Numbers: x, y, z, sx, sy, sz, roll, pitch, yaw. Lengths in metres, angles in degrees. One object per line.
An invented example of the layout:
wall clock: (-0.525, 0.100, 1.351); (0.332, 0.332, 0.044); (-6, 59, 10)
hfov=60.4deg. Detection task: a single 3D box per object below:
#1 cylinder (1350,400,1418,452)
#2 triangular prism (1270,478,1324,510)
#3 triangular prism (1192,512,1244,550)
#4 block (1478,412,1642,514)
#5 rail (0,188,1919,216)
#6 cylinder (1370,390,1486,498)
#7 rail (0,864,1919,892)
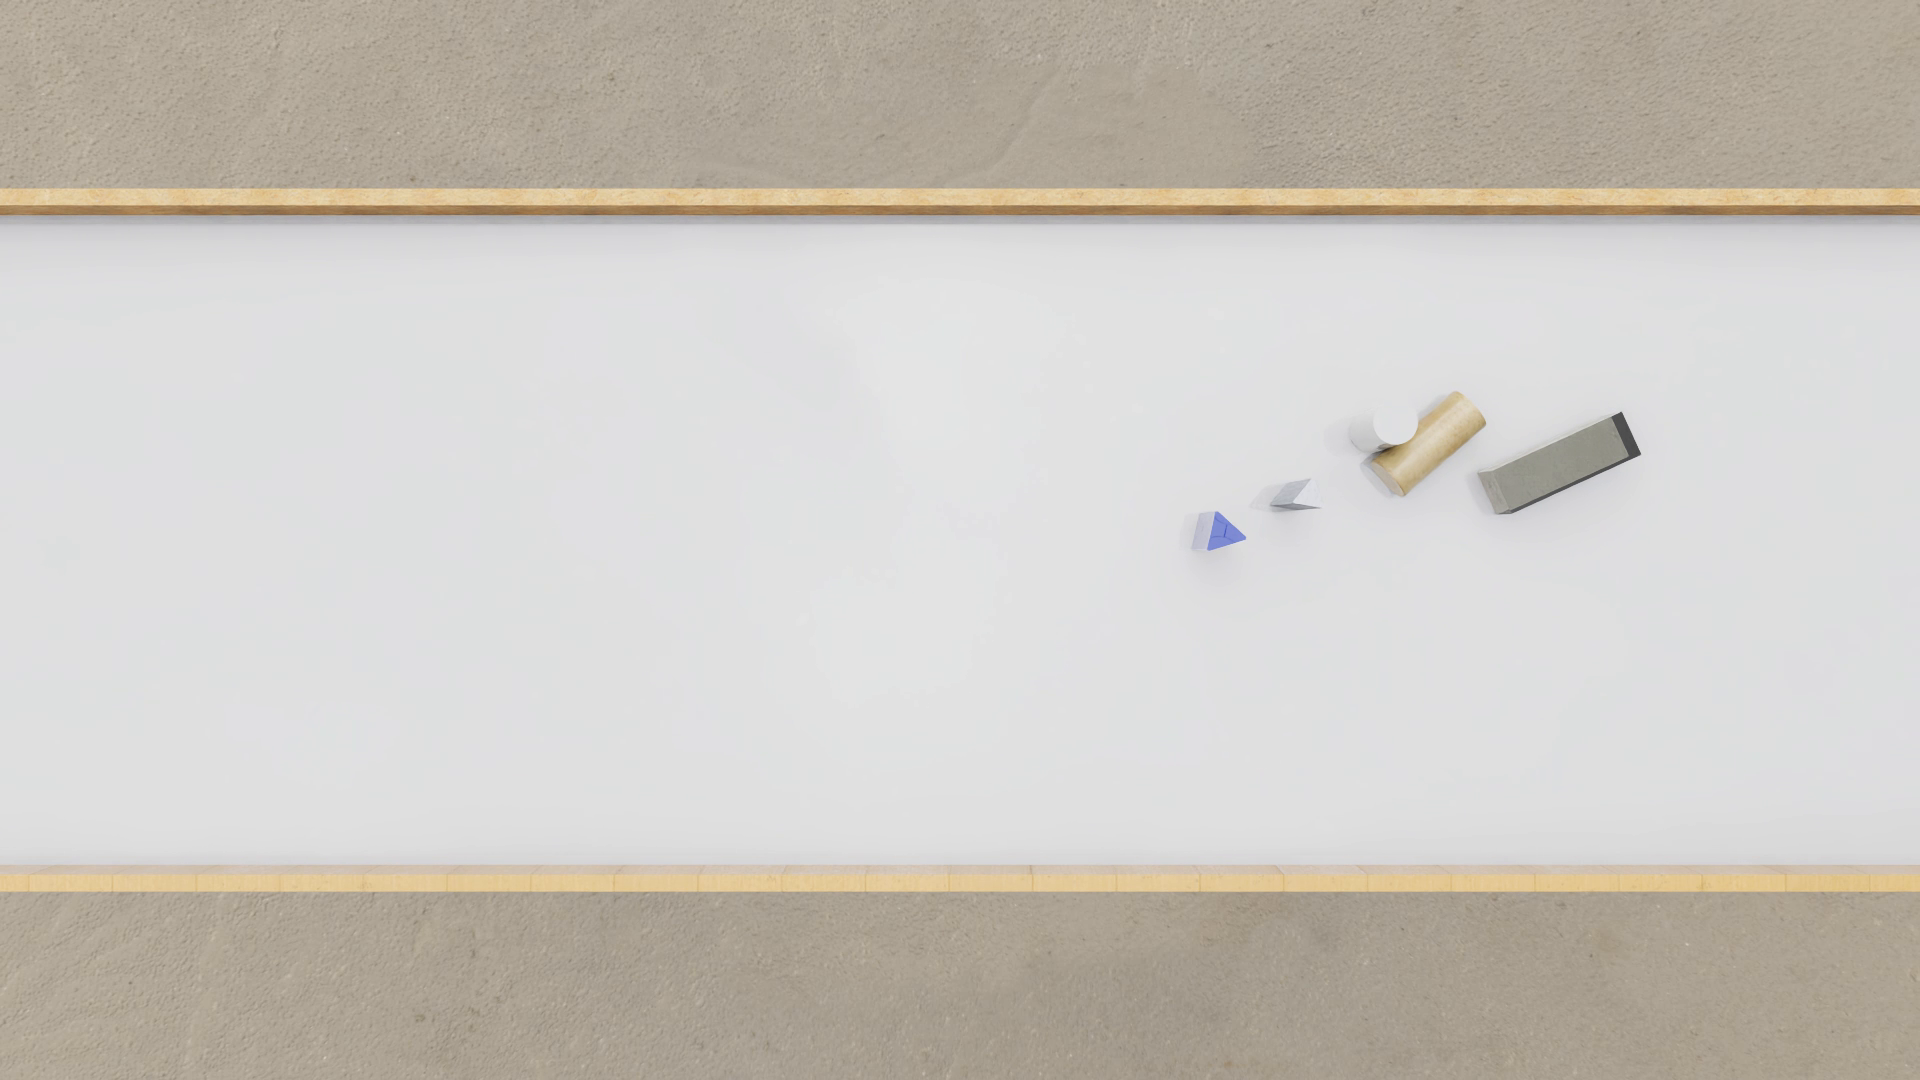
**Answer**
cylinder: (1.258, -0.335, 4.910); (0.128, 0.329, 0.128); (0, 89, 2)
triangular prism: (1.002, -0.138, 4.894); (0.089, 0.364, 0.077); (10, 90, 0)
triangular prism: (0.755, -0.035, 4.914); (0.116, 0.325, 0.101); (-17, 90, 0)
block: (1.816, -0.231, 5.006); (0.428, 0.142, 0.142); (-25, 90, 0)
rail: (-2.247, -1.025, 5.002); (12.000, 0.150, 0.050); (0, 90, 0)
cylinder: (1.421, -0.291, 5.004); (0.328, 0.144, 0.144); (-41, 90, 0)
rail: (-2.247, 1.025, 5.001); (12.000, 0.150, 0.050); (0, 90, 0)
